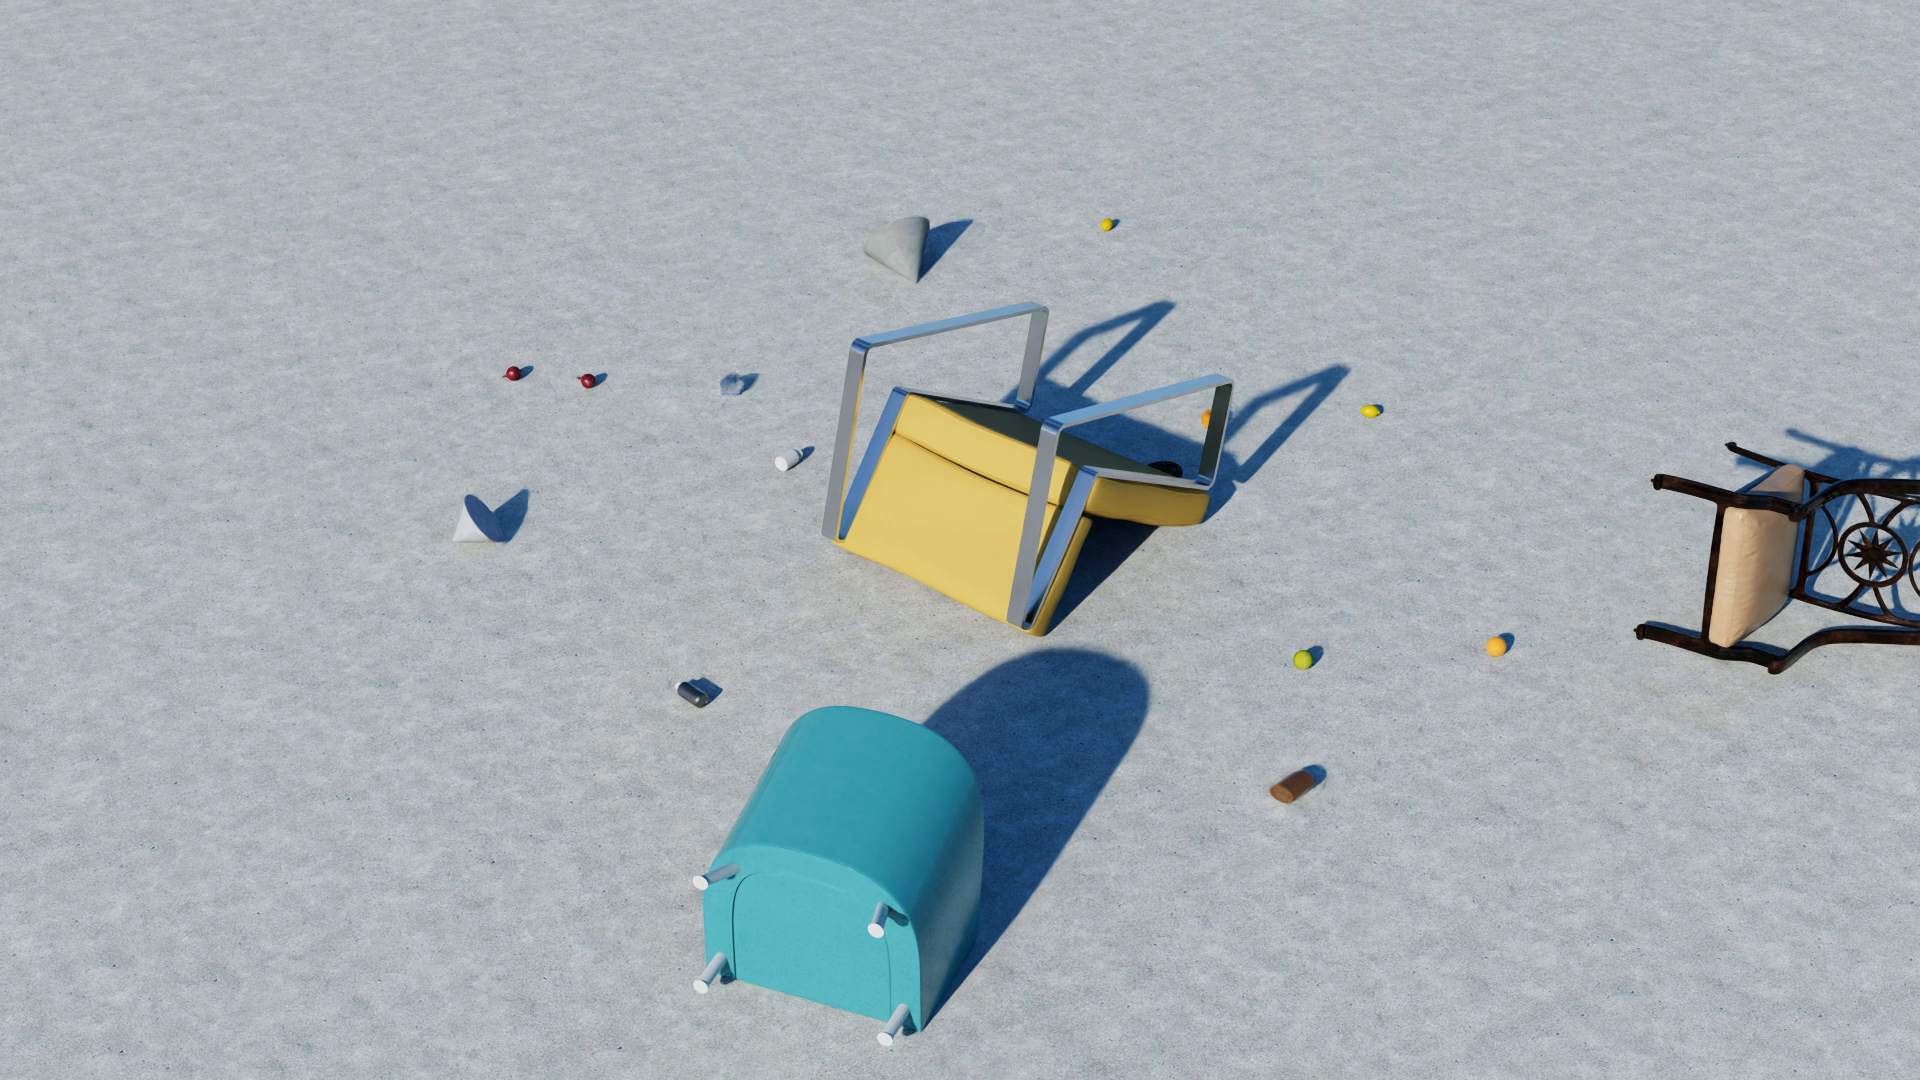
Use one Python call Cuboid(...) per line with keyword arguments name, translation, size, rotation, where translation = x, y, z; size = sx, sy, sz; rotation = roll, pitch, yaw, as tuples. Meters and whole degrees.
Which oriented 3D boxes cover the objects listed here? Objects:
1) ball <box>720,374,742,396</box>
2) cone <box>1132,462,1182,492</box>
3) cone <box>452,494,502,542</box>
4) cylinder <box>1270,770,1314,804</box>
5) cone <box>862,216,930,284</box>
Cuboid(name="ball", translation=(-0.923, -0.625, 11.813), size=(0.089, 0.089, 0.089), rotation=(0, 33, 0))
Cuboid(name="cone", translation=(0.740, -0.246, 11.271), size=(0.208, 0.115, 0.111), rotation=(-14, 8, -16))
Cuboid(name="cone", translation=(-1.833, -0.036, 10.919), size=(0.152, 0.213, 0.247), rotation=(-36, 13, 11))
Cuboid(name="cylinder", translation=(1.094, 0.812, 9.651), size=(0.112, 0.064, 0.100), rotation=(-30, 27, -37))
Cuboid(name="cone", translation=(-0.231, -1.208, 12.675), size=(0.317, 0.228, 0.269), rotation=(-26, 62, 7))
